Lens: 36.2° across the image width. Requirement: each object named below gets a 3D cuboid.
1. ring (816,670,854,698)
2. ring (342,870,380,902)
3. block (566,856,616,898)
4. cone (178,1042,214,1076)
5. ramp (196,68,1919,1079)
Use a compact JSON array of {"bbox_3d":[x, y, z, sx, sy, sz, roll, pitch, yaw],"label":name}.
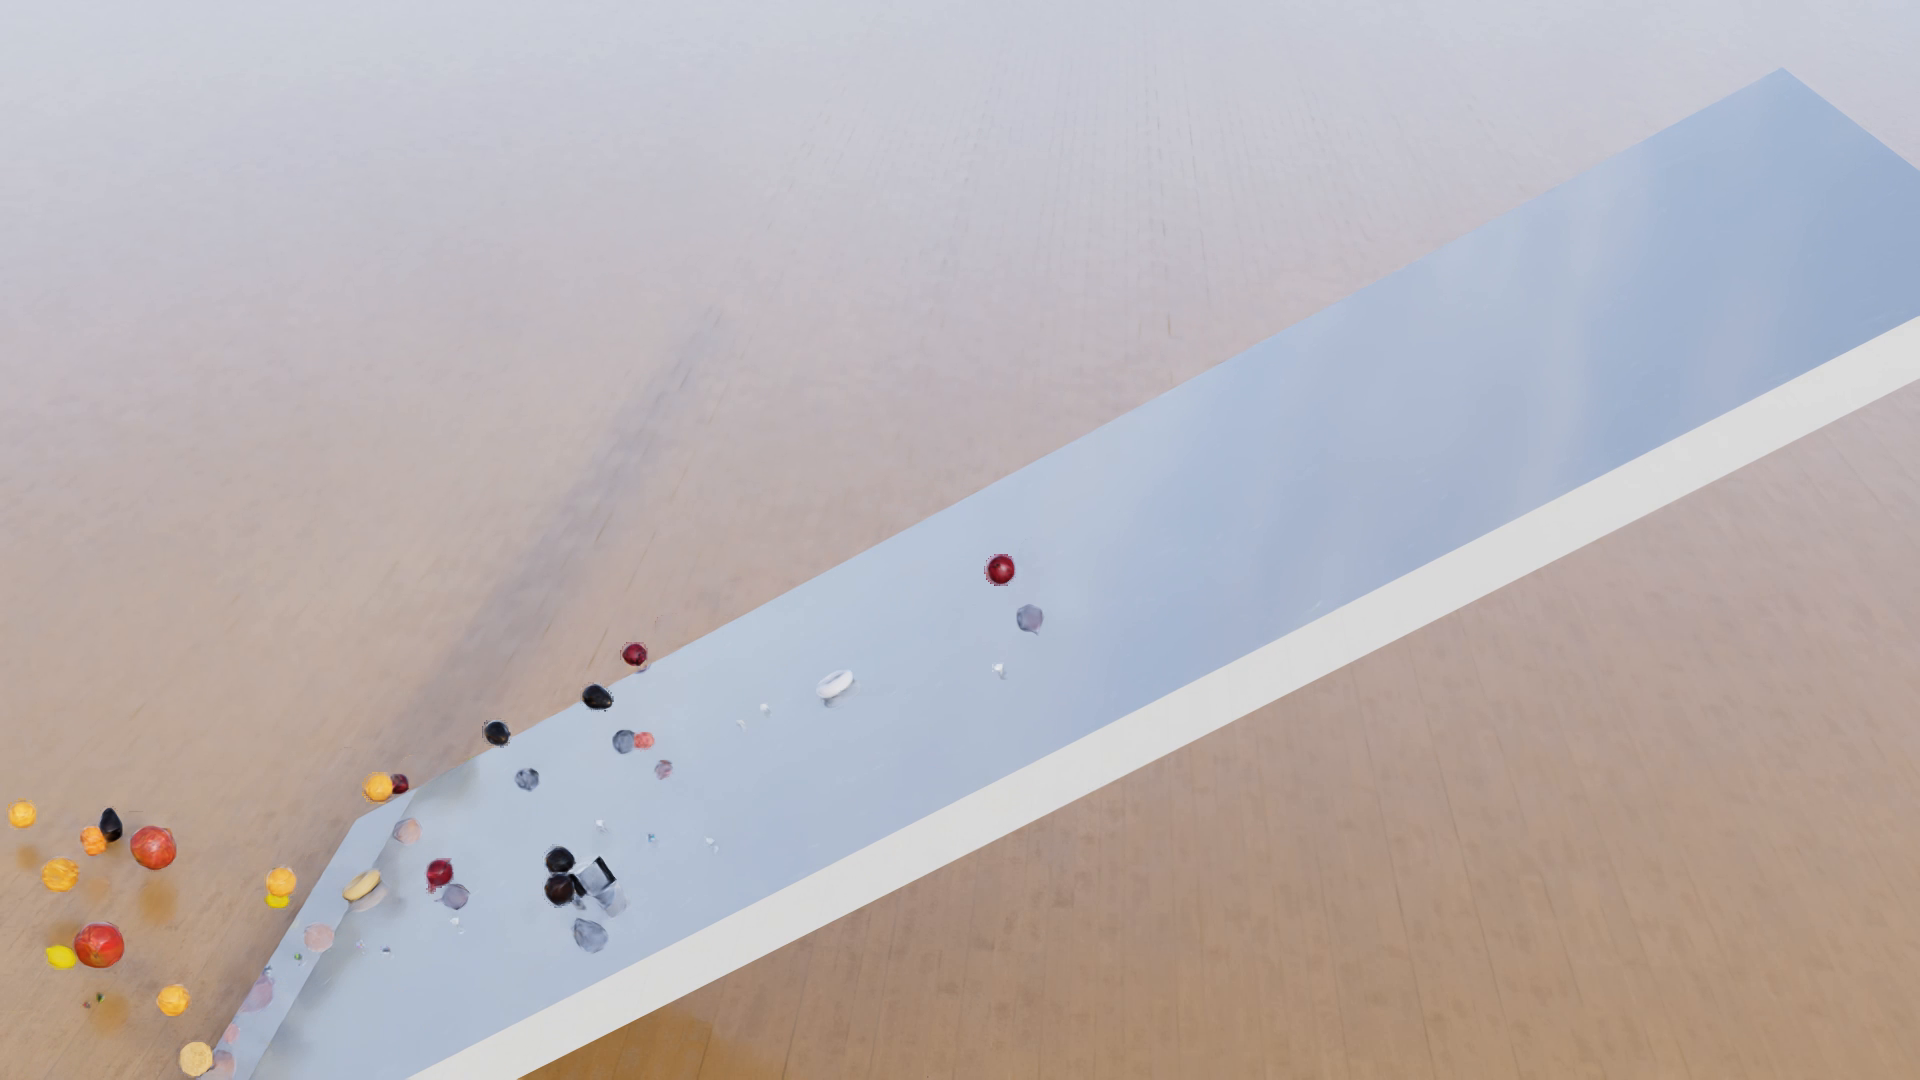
[{"bbox_3d":[-0.271,0.311,6.365,0.089,0.030,0.089,-28,15,8],"label":"ring"},{"bbox_3d":[-1.414,0.815,6.942,0.101,0.034,0.101,-30,14,8],"label":"ring"},{"bbox_3d":[-0.753,0.687,5.993,0.061,0.061,0.061,-40,17,-32],"label":"block"},{"bbox_3d":[-1.644,1.125,6.353,0.073,0.073,0.073,-2,-18,-6],"label":"cone"},{"bbox_3d":[0.142,0.167,6.283,4.000,0.100,2.000,-28,15,12],"label":"ramp"}]
